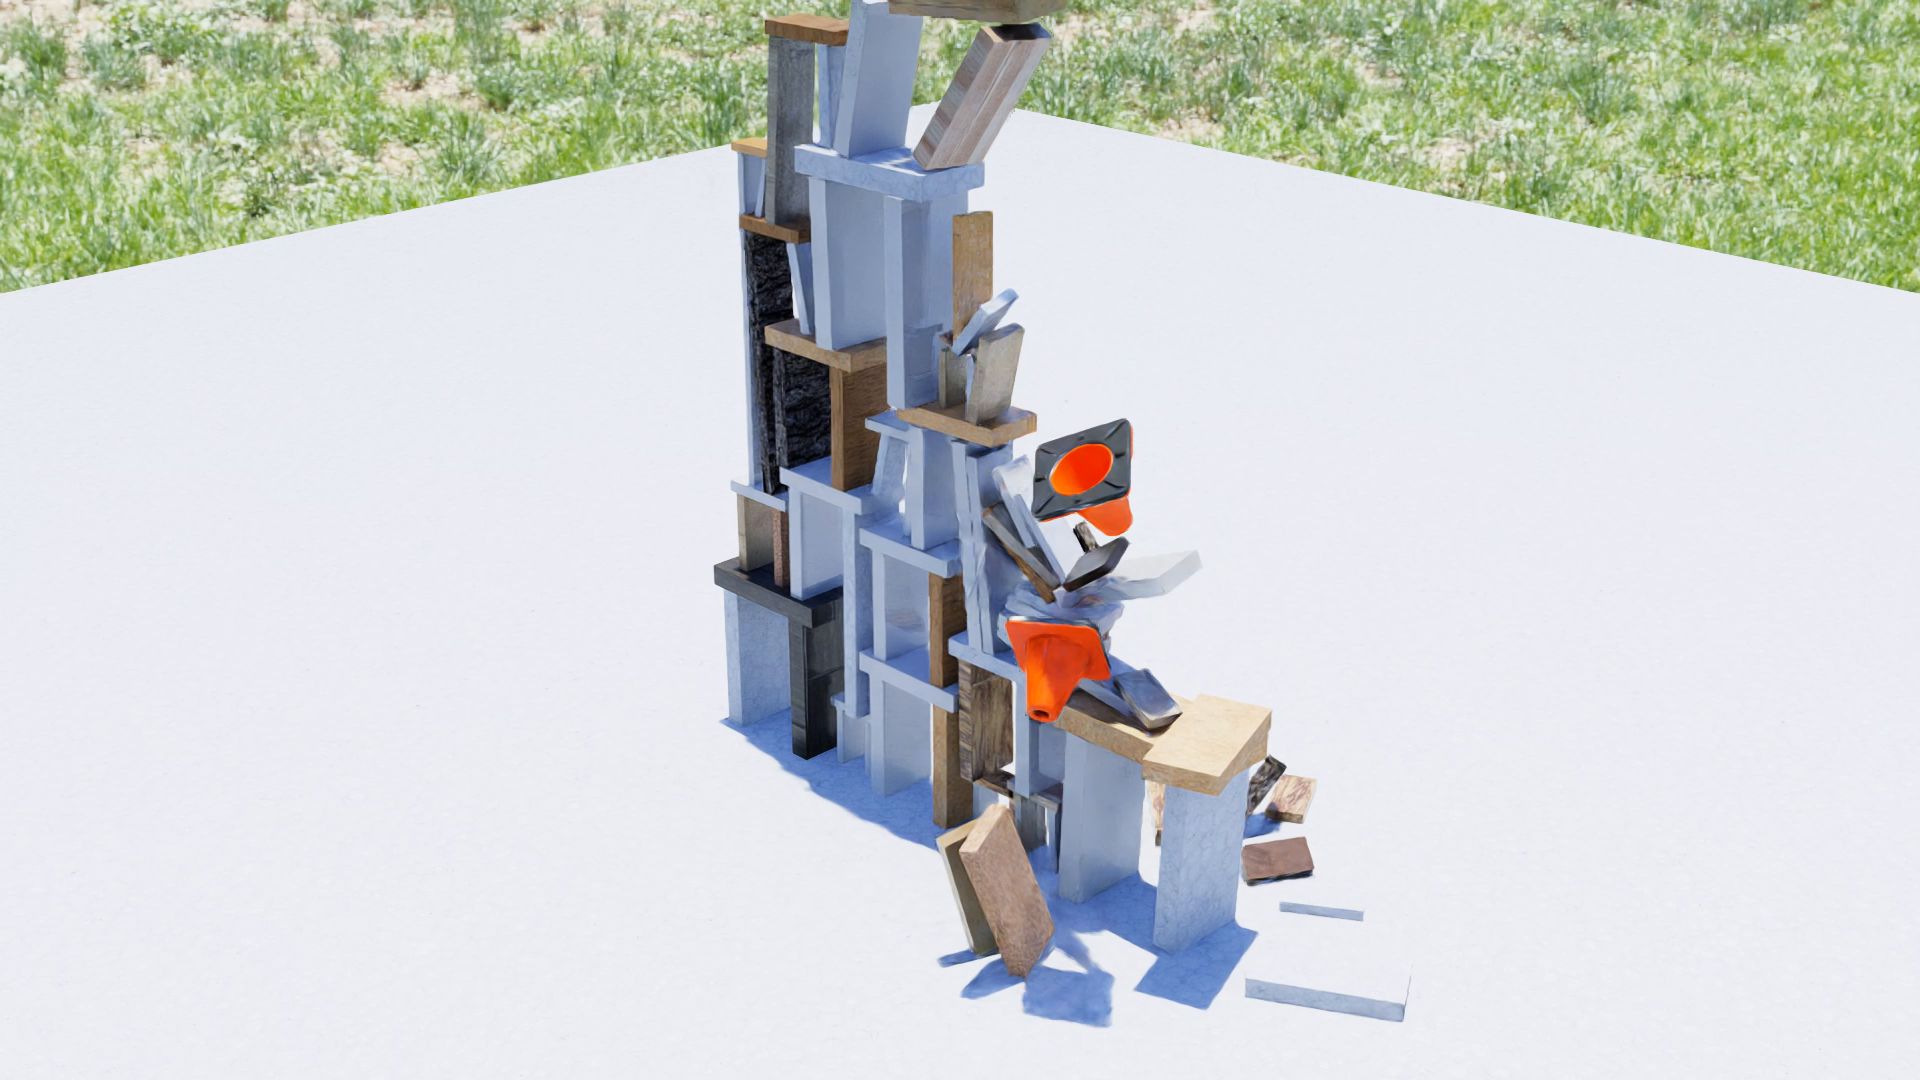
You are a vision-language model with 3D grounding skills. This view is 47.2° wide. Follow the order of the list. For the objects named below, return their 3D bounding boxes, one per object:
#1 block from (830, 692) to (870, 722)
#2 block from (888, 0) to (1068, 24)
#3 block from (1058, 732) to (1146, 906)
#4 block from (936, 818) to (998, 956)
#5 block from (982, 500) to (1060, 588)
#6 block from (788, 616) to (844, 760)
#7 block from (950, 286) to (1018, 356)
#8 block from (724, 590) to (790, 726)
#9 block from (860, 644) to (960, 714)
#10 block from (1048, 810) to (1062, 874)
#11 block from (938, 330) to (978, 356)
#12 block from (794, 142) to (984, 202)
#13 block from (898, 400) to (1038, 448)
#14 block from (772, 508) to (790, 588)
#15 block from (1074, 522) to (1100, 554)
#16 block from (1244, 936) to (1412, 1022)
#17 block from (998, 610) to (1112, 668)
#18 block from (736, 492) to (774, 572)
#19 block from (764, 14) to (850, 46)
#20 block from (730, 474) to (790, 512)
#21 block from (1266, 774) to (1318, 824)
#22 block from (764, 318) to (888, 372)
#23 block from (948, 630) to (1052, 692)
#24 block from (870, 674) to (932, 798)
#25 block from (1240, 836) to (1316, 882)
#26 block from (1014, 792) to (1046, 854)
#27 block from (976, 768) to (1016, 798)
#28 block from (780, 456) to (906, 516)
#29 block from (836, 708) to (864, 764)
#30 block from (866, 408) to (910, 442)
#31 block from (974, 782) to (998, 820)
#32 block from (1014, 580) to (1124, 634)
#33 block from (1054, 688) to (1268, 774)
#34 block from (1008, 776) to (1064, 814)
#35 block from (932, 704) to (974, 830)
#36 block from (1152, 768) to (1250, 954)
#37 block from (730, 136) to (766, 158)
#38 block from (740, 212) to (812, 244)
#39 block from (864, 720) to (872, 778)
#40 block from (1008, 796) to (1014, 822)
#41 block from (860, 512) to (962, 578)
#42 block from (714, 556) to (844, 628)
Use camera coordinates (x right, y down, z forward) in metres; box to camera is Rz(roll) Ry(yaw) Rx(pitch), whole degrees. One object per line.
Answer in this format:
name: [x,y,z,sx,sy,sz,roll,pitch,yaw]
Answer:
block: [-0.202,0.346,4.591,0.129,0.018,0.064,21,31,40]
block: [0.030,-0.950,3.862,0.290,0.041,0.145,15,31,37]
block: [0.271,0.494,4.139,0.177,0.355,0.050,-21,33,-41]
block: [0.049,0.618,3.957,0.123,0.247,0.035,-24,27,-17]
block: [0.136,-0.001,4.037,0.182,0.026,0.091,43,46,4]
block: [-0.285,0.293,4.665,0.045,0.318,0.159,21,31,40]
block: [0.044,-0.392,3.959,0.079,0.157,0.022,-35,83,-31]
block: [-0.434,0.234,4.802,0.045,0.318,0.159,21,31,41]
block: [-0.060,0.264,4.396,0.135,0.038,0.271,-21,31,-40]
block: [0.200,0.569,4.246,0.019,0.135,0.067,16,28,42]
block: [0.021,-0.363,4.066,0.114,0.016,0.057,24,33,36]
block: [-0.133,-0.695,4.089,0.334,0.047,0.167,20,30,39]
block: [0.013,-0.233,4.128,0.247,0.035,0.123,19,30,41]
block: [-0.349,0.004,4.600,0.025,0.175,0.087,21,31,41]
block: [0.231,0.029,4.127,0.020,0.142,0.071,-22,68,-16]
block: [0.652,0.775,3.885,0.275,0.039,0.138,7,24,15]
block: [0.176,0.171,4.098,0.195,0.028,0.098,27,35,34]
block: [-0.431,-0.029,4.676,0.025,0.175,0.087,21,31,41]
block: [-0.265,-0.955,4.116,0.192,0.027,0.096,20,30,39]
block: [-0.390,-0.104,4.599,0.175,0.025,0.087,21,31,40]
block: [0.677,0.528,4.489,0.077,0.022,0.155,7,24,17]
block: [-0.253,-0.390,4.335,0.127,0.036,0.254,-21,31,-40]
block: [0.102,0.219,4.205,0.234,0.033,0.117,21,31,41]
block: [-0.120,0.381,4.516,0.135,0.271,0.038,-21,31,-41]
block: [0.608,0.615,4.236,0.138,0.020,0.069,-6,62,-14]
block: [0.138,0.544,4.305,0.067,0.135,0.019,-21,28,-40]
block: [0.076,0.474,4.336,0.056,0.016,0.112,-21,30,-41]
block: [-0.236,-0.115,4.428,0.123,0.035,0.246,-21,31,-40]
block: [-0.230,0.402,4.648,0.018,0.129,0.064,21,31,40]
block: [-0.109,-0.219,4.236,0.072,0.020,0.143,-22,29,-37]
block: [0.052,0.523,4.384,0.016,0.112,0.056,19,30,40]
block: [0.202,0.113,4.059,0.183,0.026,0.091,24,34,30]
block: [0.361,0.342,3.978,0.355,0.050,0.177,21,31,41]
block: [0.163,0.484,4.247,0.068,0.019,0.135,-21,31,-40]
block: [0.007,0.431,4.398,0.038,0.271,0.135,21,31,41]
block: [0.438,0.560,3.985,0.177,0.355,0.050,-21,33,-41]
block: [-0.386,-0.769,4.316,0.062,0.017,0.123,-21,30,-41]
block: [-0.342,-0.619,4.331,0.090,0.026,0.181,-20,30,-40]
block: [-0.170,0.426,4.593,0.018,0.129,0.064,21,31,40]
block: [0.114,0.546,4.329,0.016,0.112,0.056,32,37,33]
block: [-0.068,0.008,4.287,0.241,0.034,0.121,21,31,40]
block: [-0.360,0.096,4.662,0.159,0.045,0.318,-21,31,-41]
